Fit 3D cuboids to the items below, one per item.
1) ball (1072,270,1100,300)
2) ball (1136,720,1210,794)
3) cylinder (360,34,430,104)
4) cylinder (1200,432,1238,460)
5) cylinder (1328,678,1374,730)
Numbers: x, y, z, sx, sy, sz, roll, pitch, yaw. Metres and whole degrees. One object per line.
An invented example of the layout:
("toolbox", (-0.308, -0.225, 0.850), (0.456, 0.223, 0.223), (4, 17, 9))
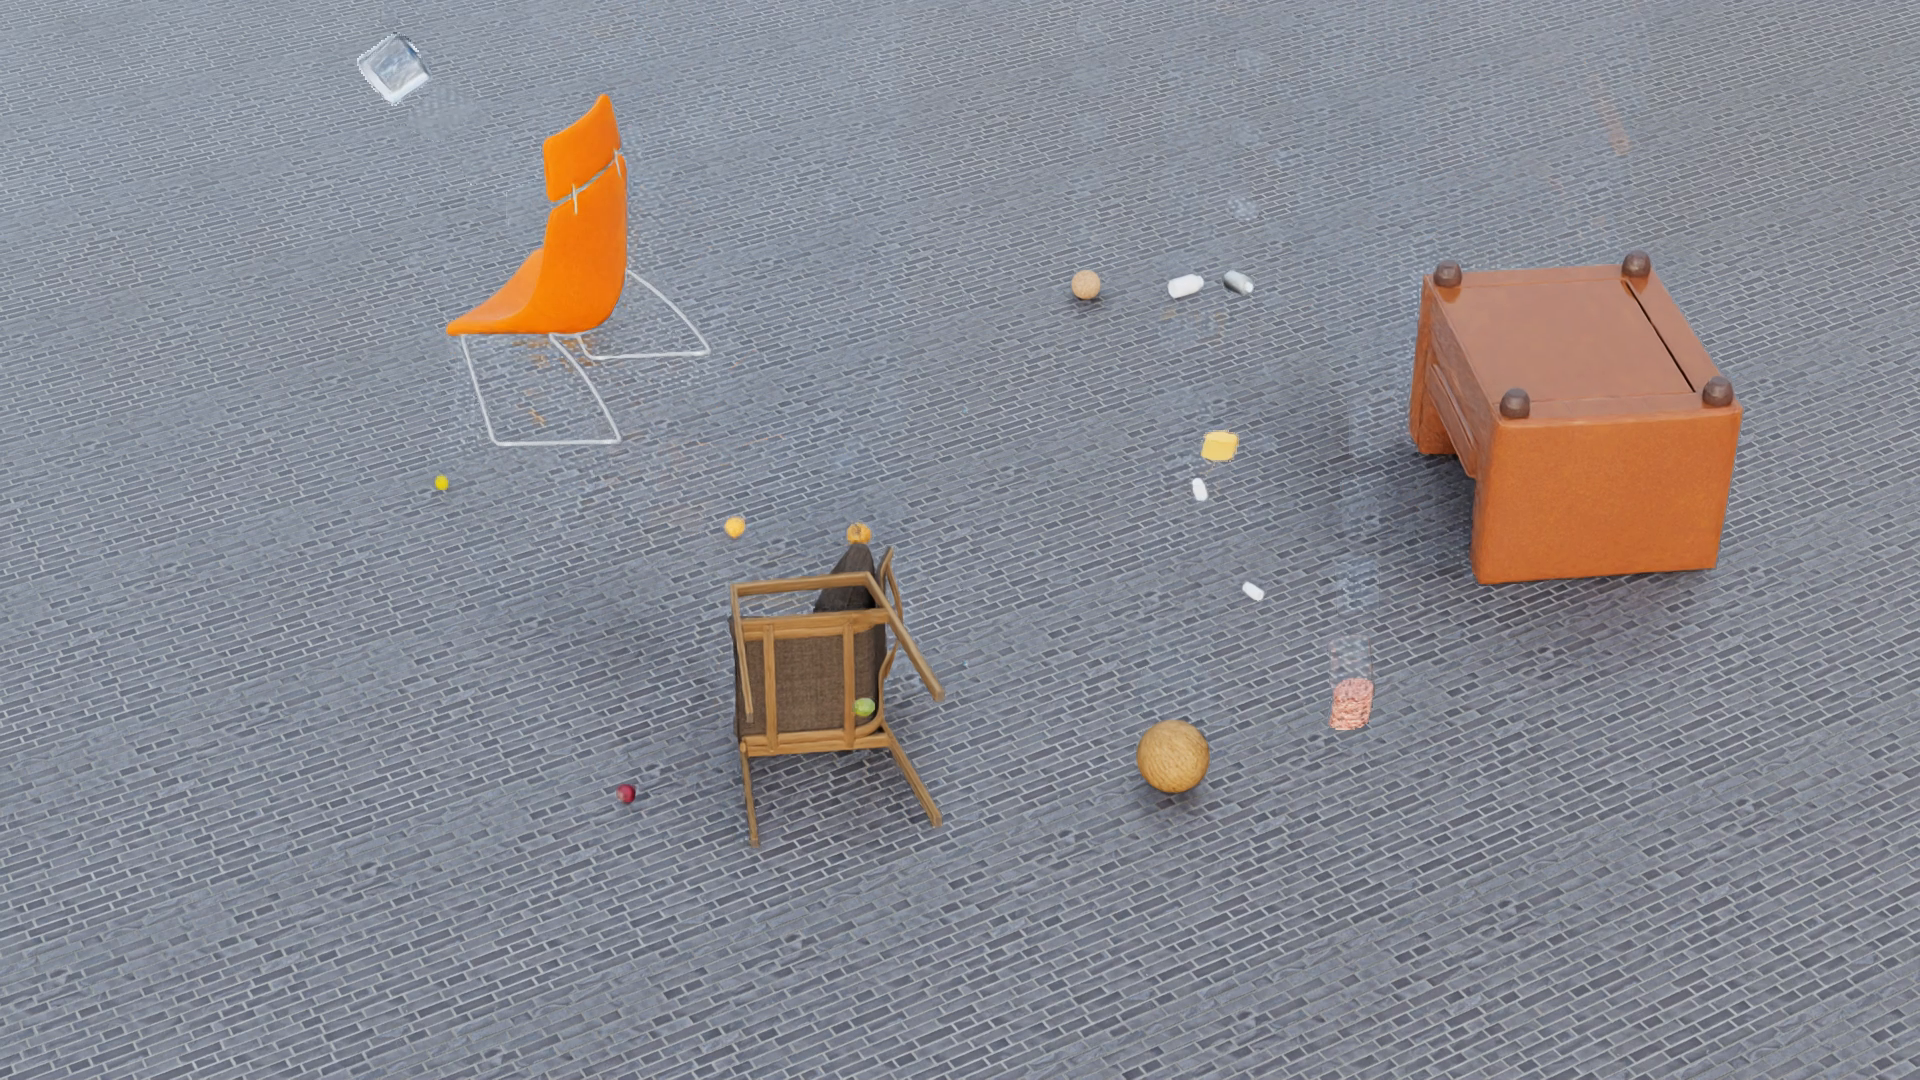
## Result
("ball", (0.537, -1.087, 12.480), (0.126, 0.126, 0.126), (0, 33, 0))
("ball", (0.701, 0.711, 9.646), (0.242, 0.242, 0.242), (0, 33, 0))
("cylinder", (-2.007, -1.673, 10.418), (0.176, 0.192, 0.072), (-42, 11, -28))
("cylinder", (0.997, -0.360, 11.277), (0.130, 0.092, 0.058), (1, 38, -16))
("cylinder", (1.325, 0.556, 9.938), (0.138, 0.163, 0.088), (-12, 47, -13))
